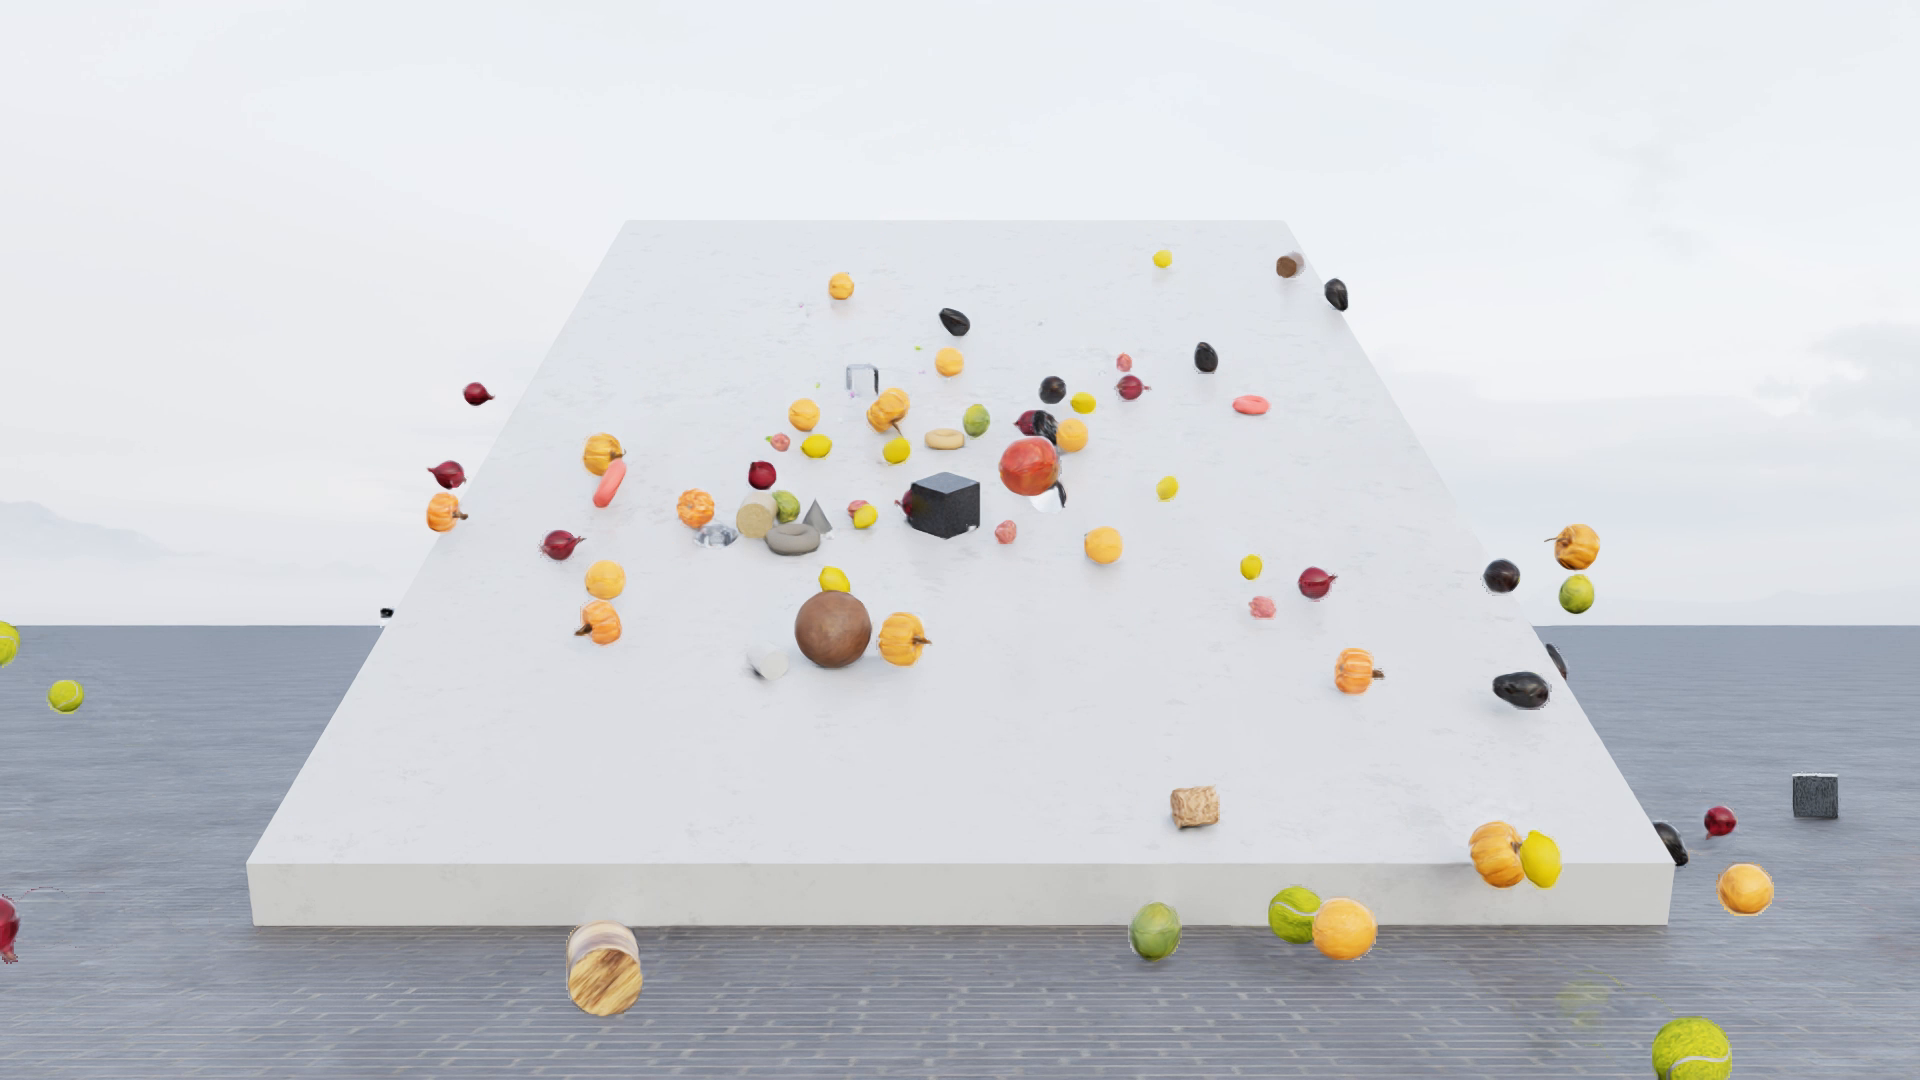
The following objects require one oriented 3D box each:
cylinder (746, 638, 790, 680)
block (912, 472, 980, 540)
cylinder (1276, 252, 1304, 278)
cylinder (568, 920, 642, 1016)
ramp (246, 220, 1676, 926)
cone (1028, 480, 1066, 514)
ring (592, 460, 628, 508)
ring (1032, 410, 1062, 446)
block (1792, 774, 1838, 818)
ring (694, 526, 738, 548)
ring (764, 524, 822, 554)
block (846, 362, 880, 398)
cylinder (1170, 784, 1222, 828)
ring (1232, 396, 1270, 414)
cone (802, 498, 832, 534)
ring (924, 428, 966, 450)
[{"bbox_3d":[-0.319,0.198,3.778,0.053,0.053,0.053,1,19,-34],"label":"cylinder"},{"bbox_3d":[-0.028,-0.068,4.422,0.093,0.093,0.093,19,28,40],"label":"block"},{"bbox_3d":[0.910,-0.758,6.282,0.062,0.062,0.062,-1,18,31],"label":"cylinder"},{"bbox_3d":[-0.394,0.472,2.521,0.079,0.079,0.079,0,14,-11],"label":"cylinder"},{"bbox_3d":[-0.006,-0.214,5.076,2.000,0.100,4.000,0,21,0],"label":"ramp"},{"bbox_3d":[0.191,-0.102,4.527,0.082,0.082,0.082,-2,27,38],"label":"cone"},{"bbox_3d":[-0.688,-0.110,4.475,0.034,0.103,0.103,33,-11,-14],"label":"ring"},{"bbox_3d":[0.186,-0.242,4.904,0.029,0.086,0.086,-30,-17,28],"label":"ring"},{"bbox_3d":[1.878,0.561,5.004,0.091,0.091,0.091,-1,-2,21],"label":"block"},{"bbox_3d":[-0.465,-0.006,4.351,0.083,0.028,0.083,0,20,0],"label":"ring"},{"bbox_3d":[-0.317,-0.002,4.331,0.107,0.036,0.107,1,20,0],"label":"ring"},{"bbox_3d":[-0.225,-0.368,5.255,0.061,0.061,0.061,-8,22,-19],"label":"block"},{"bbox_3d":[0.338,0.383,3.283,0.055,0.055,0.055,15,-7,-18],"label":"cylinder"},{"bbox_3d":[0.657,-0.305,5.139,0.083,0.028,0.083,1,22,-1],"label":"ring"},{"bbox_3d":[-0.280,-0.052,4.419,0.064,0.064,0.064,0,21,0],"label":"cone"},{"bbox_3d":[-0.033,-0.217,4.902,0.089,0.030,0.089,1,20,0],"label":"ring"}]
